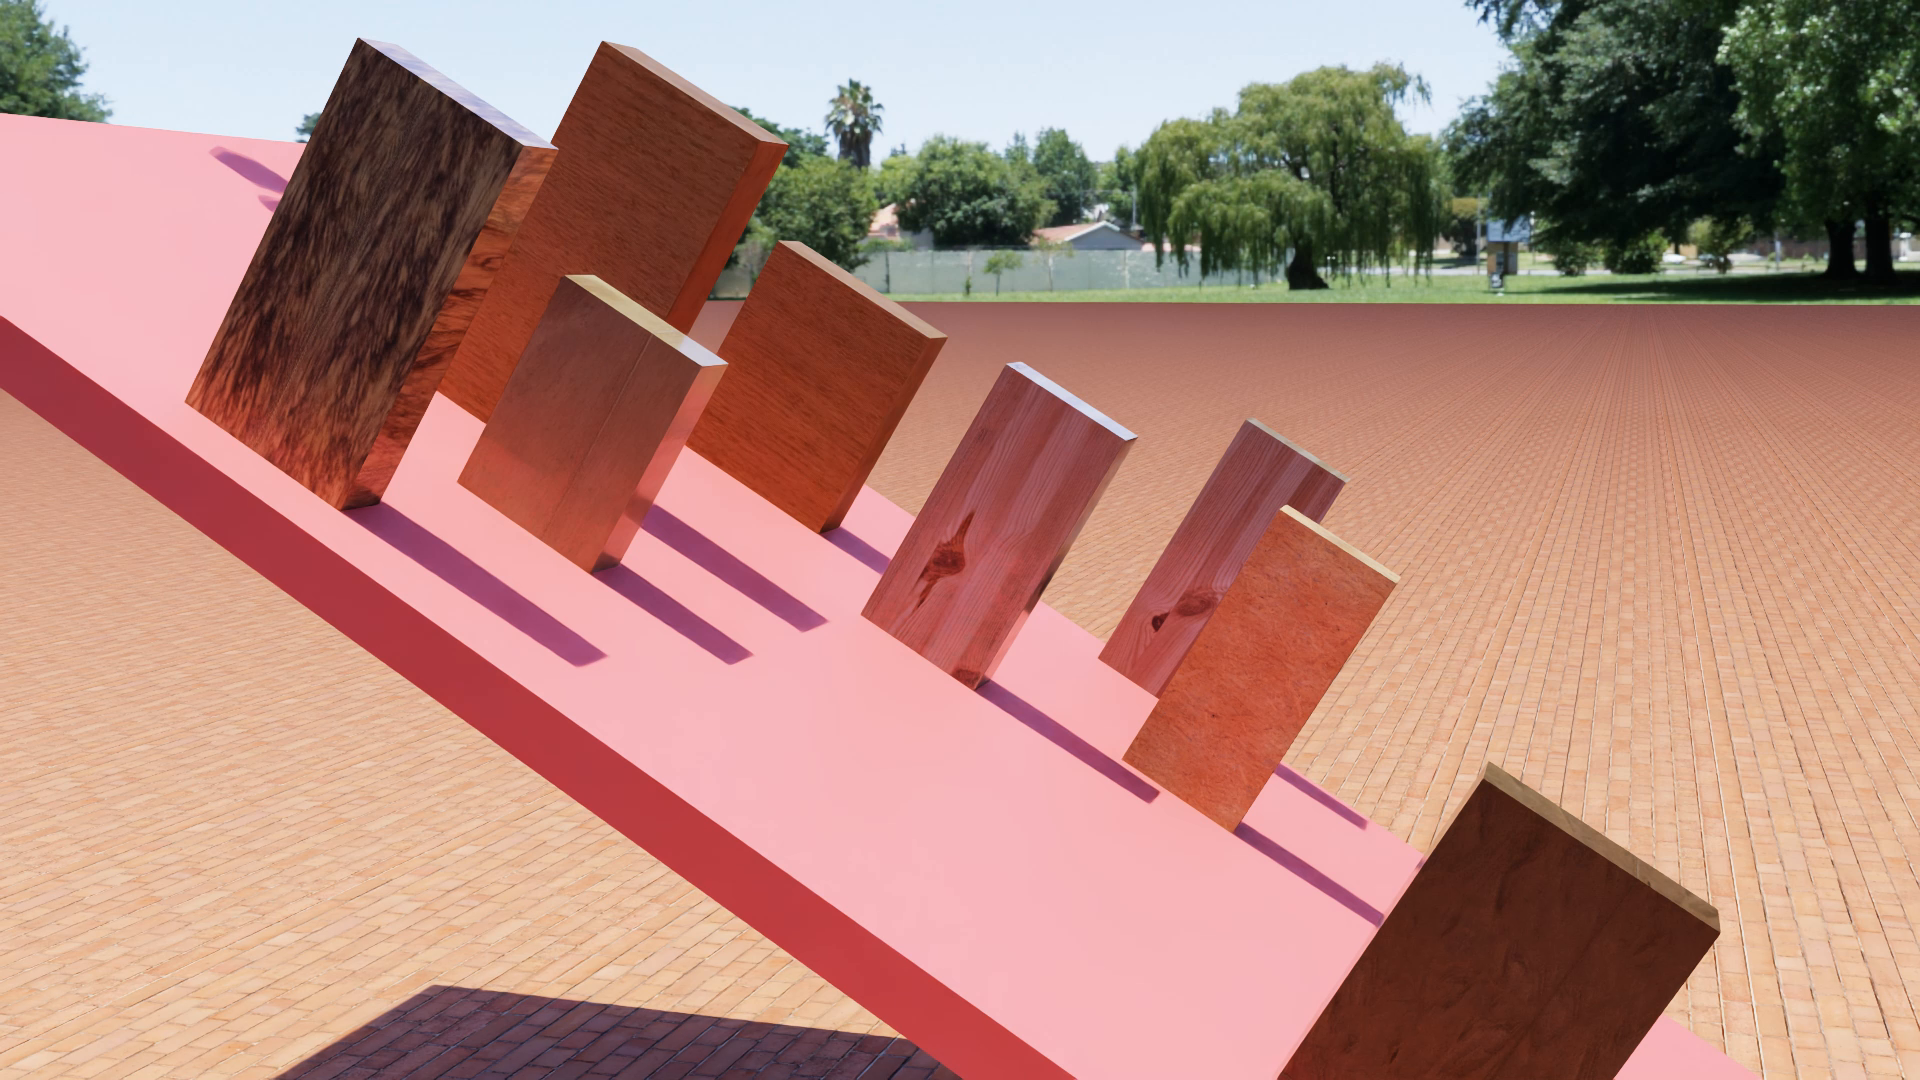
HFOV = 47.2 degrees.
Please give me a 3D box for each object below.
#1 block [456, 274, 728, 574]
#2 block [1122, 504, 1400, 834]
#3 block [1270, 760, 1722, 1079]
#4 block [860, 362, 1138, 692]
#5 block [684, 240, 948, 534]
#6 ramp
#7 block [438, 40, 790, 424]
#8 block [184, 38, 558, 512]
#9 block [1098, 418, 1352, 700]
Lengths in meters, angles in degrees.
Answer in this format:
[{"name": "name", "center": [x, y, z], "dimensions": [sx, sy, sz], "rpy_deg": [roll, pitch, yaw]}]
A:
[{"name": "block", "center": [-0.629, -0.199, 3.756], "dimensions": [0.290, 0.413, 0.113], "rpy_deg": [34, 15, 11]}, {"name": "block", "center": [0.583, 0.252, 4.283], "dimensions": [0.260, 0.590, 0.089], "rpy_deg": [34, 15, 11]}, {"name": "block", "center": [0.746, 0.680, 3.152], "dimensions": [0.374, 0.611, 0.117], "rpy_deg": [34, 15, 11]}, {"name": "block", "center": [0.072, -0.026, 4.239], "dimensions": [0.270, 0.573, 0.107], "rpy_deg": [34, 15, 11]}, {"name": "block", "center": [-0.319, -0.323, 4.638], "dimensions": [0.386, 0.480, 0.126], "rpy_deg": [34, 15, 11]}, {"name": "ramp", "center": [-0.166, 0.273, 4.119], "dimensions": [4.000, 0.100, 2.000], "rpy_deg": [34, 15, 11]}, {"name": "block", "center": [-0.659, -0.509, 4.093], "dimensions": [0.357, 0.730, 0.142], "rpy_deg": [34, 15, 11]}, {"name": "block", "center": [-0.918, -0.407, 3.412], "dimensions": [0.320, 0.647, 0.111], "rpy_deg": [34, 15, 11]}, {"name": "block", "center": [0.574, 0.065, 4.812], "dimensions": [0.253, 0.626, 0.087], "rpy_deg": [34, 15, 11]}]
